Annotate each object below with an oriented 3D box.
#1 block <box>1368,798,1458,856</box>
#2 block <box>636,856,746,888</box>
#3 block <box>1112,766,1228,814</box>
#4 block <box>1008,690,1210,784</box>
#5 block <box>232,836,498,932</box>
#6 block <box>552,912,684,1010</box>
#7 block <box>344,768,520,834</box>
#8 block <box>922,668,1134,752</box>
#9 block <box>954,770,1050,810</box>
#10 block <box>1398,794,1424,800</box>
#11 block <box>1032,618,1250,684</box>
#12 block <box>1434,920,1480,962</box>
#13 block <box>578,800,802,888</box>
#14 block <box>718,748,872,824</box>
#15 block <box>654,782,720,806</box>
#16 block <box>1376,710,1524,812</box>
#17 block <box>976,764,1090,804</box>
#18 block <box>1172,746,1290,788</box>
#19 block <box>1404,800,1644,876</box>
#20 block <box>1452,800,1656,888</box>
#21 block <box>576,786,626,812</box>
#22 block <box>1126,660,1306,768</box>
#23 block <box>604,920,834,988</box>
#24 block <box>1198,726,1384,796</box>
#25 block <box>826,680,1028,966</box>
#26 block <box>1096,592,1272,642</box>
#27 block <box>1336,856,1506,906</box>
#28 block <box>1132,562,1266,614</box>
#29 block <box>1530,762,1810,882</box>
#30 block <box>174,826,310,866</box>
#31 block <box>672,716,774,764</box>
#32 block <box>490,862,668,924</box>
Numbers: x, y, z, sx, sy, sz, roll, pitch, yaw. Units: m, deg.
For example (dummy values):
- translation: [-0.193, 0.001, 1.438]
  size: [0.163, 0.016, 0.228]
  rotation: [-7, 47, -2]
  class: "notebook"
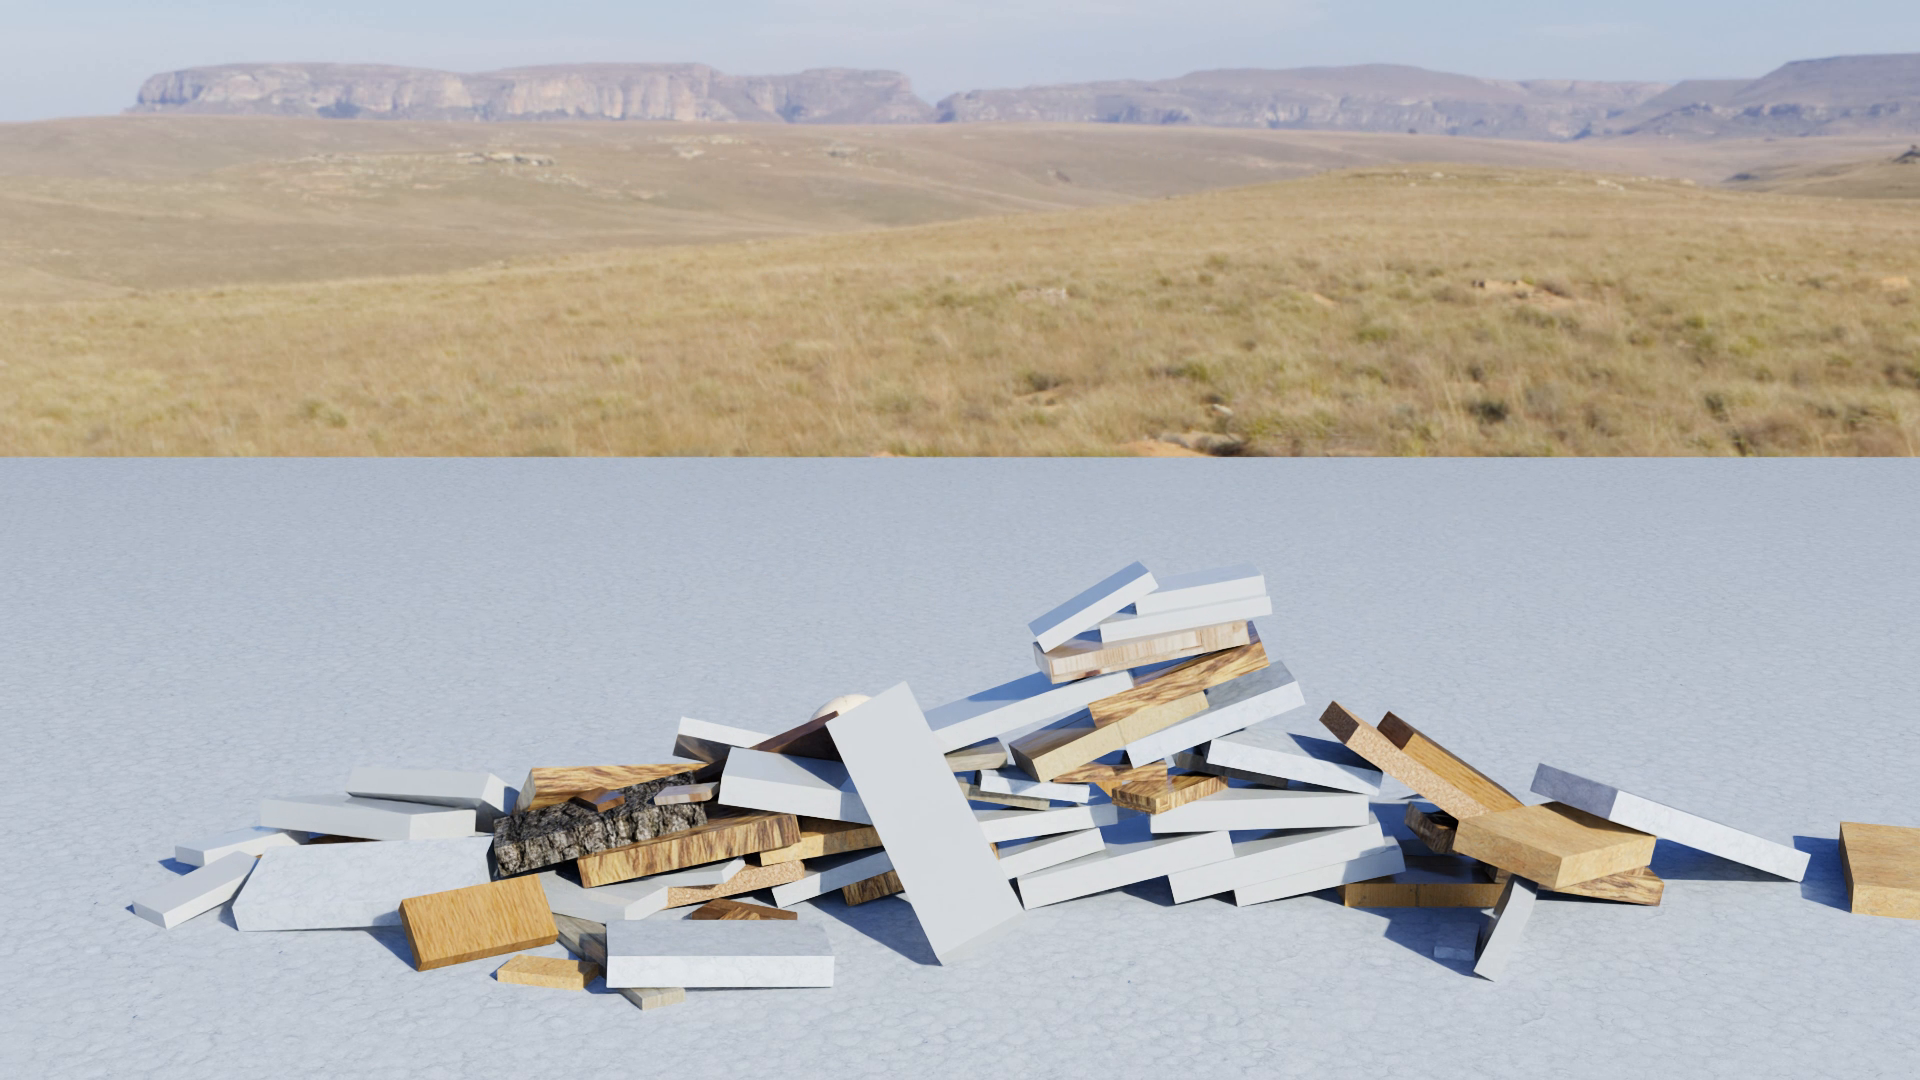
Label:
- translation: [0.756, 0.502, 3.827]
  size: [0.253, 0.036, 0.126]
  rotation: [-6, 25, 26]
  class: "block"
- translation: [-0.488, 0.550, 3.625]
  size: [0.262, 0.021, 0.076]
  rotation: [-8, 12, 23]
  class: "block"
- translation: [0.343, 0.405, 3.583]
  size: [0.093, 0.026, 0.185]
  rotation: [8, 15, 44]
  class: "block"
- translation: [0.241, 0.303, 3.598]
  size: [0.304, 0.042, 0.147]
  rotation: [-23, 10, -11]
  class: "block"
- translation: [-0.953, 0.553, 3.541]
  size: [0.383, 0.048, 0.168]
  rotation: [-3, 26, 5]
  class: "block"
- translation: [-0.539, 0.636, 3.369]
  size: [0.067, 0.019, 0.417]
  rotation: [-6, 12, -31]
  class: "block"
- translation: [-0.906, 0.461, 3.878]
  size: [0.331, 0.047, 0.166]
  rotation: [-2, -30, 32]
  class: "block"
- translation: [0.106, 0.264, 3.608]
  size: [0.363, 0.040, 0.142]
  rotation: [-20, 10, 8]
  class: "block"
- translation: [0.007, 0.402, 3.634]
  size: [0.282, 0.025, 0.089]
  rotation: [8, 10, 0]
  class: "block"
- translation: [0.837, 0.510, 3.984]
  size: [0.294, 0.042, 0.147]
  rotation: [-8, 13, -38]
  class: "block"
- translation: [0.291, 0.166, 3.554]
  size: [0.326, 0.038, 0.134]
  rotation: [-11, 12, -7]
  class: "block"
- translation: [0.777, 0.625, 3.434]
  size: [0.061, 0.017, 0.121]
  rotation: [3, 11, 17]
  class: "block"
- translation: [-0.440, 0.485, 3.617]
  size: [0.357, 0.048, 0.169]
  rotation: [-12, 11, -2]
  class: "block"
- translation: [-0.218, 0.409, 3.615]
  size: [0.338, 0.048, 0.169]
  rotation: [8, 10, -2]
  class: "block"
- translation: [-0.443, 0.412, 3.575]
  size: [0.096, 0.014, 0.048]
  rotation: [-8, 12, 19]
  class: "block"
- translation: [0.813, 0.378, 3.621]
  size: [0.253, 0.036, 0.126]
  rotation: [33, 5, -14]
  class: "block"
- translation: [0.118, 0.397, 3.612]
  size: [0.177, 0.025, 0.089]
  rotation: [7, 10, -7]
  class: "block"
- translation: [0.444, 0.366, 3.628]
  size: [0.185, 0.026, 0.093]
  rotation: [11, 10, -3]
  class: "block"
- translation: [0.938, 0.495, 3.655]
  size: [0.367, 0.040, 0.142]
  rotation: [8, 11, -10]
  class: "block"
- translation: [0.942, 0.477, 3.470]
  size: [0.175, 0.049, 0.349]
  rotation: [19, 11, 39]
  class: "block"
- translation: [-0.597, 0.430, 3.645]
  size: [0.048, 0.014, 0.096]
  rotation: [-18, 13, -29]
  class: "block"
- translation: [0.407, 0.284, 3.601]
  size: [0.294, 0.042, 0.147]
  rotation: [-21, 10, 2]
  class: "block"
- translation: [-0.364, 0.620, 3.306]
  size: [0.331, 0.047, 0.166]
  rotation: [2, 9, -10]
  class: "block"
- translation: [0.540, 0.354, 3.615]
  size: [0.284, 0.040, 0.142]
  rotation: [11, 10, -3]
  class: "block"
- translation: [-0.057, 0.439, 3.459]
  size: [0.147, 0.042, 0.454]
  rotation: [-28, 57, -2]
  class: "block"
- translation: [0.360, 0.117, 3.568]
  size: [0.275, 0.030, 0.105]
  rotation: [-10, 12, 0]
  class: "block"
- translation: [0.772, 0.569, 3.671]
  size: [0.280, 0.040, 0.140]
  rotation: [0, 11, 0]
  class: "block"
- translation: [0.384, 0.078, 3.585]
  size: [0.210, 0.030, 0.105]
  rotation: [-10, 12, 0]
  class: "block"
- translation: [1.188, 0.473, 3.669]
  size: [0.499, 0.049, 0.175]
  rotation: [19, 0, -31]
  class: "block"
- translation: [-1.231, 0.522, 3.776]
  size: [0.098, 0.028, 0.196]
  rotation: [1, 7, 43]
  class: "block"
- translation: [-0.380, 0.361, 3.786]
  size: [0.220, 0.031, 0.110]
  rotation: [13, -27, -7]
  class: "block"
- translation: [-0.714, 0.559, 3.612]
  size: [0.474, 0.034, 0.121]
  rotation: [7, 11, 25]
  class: "block"
